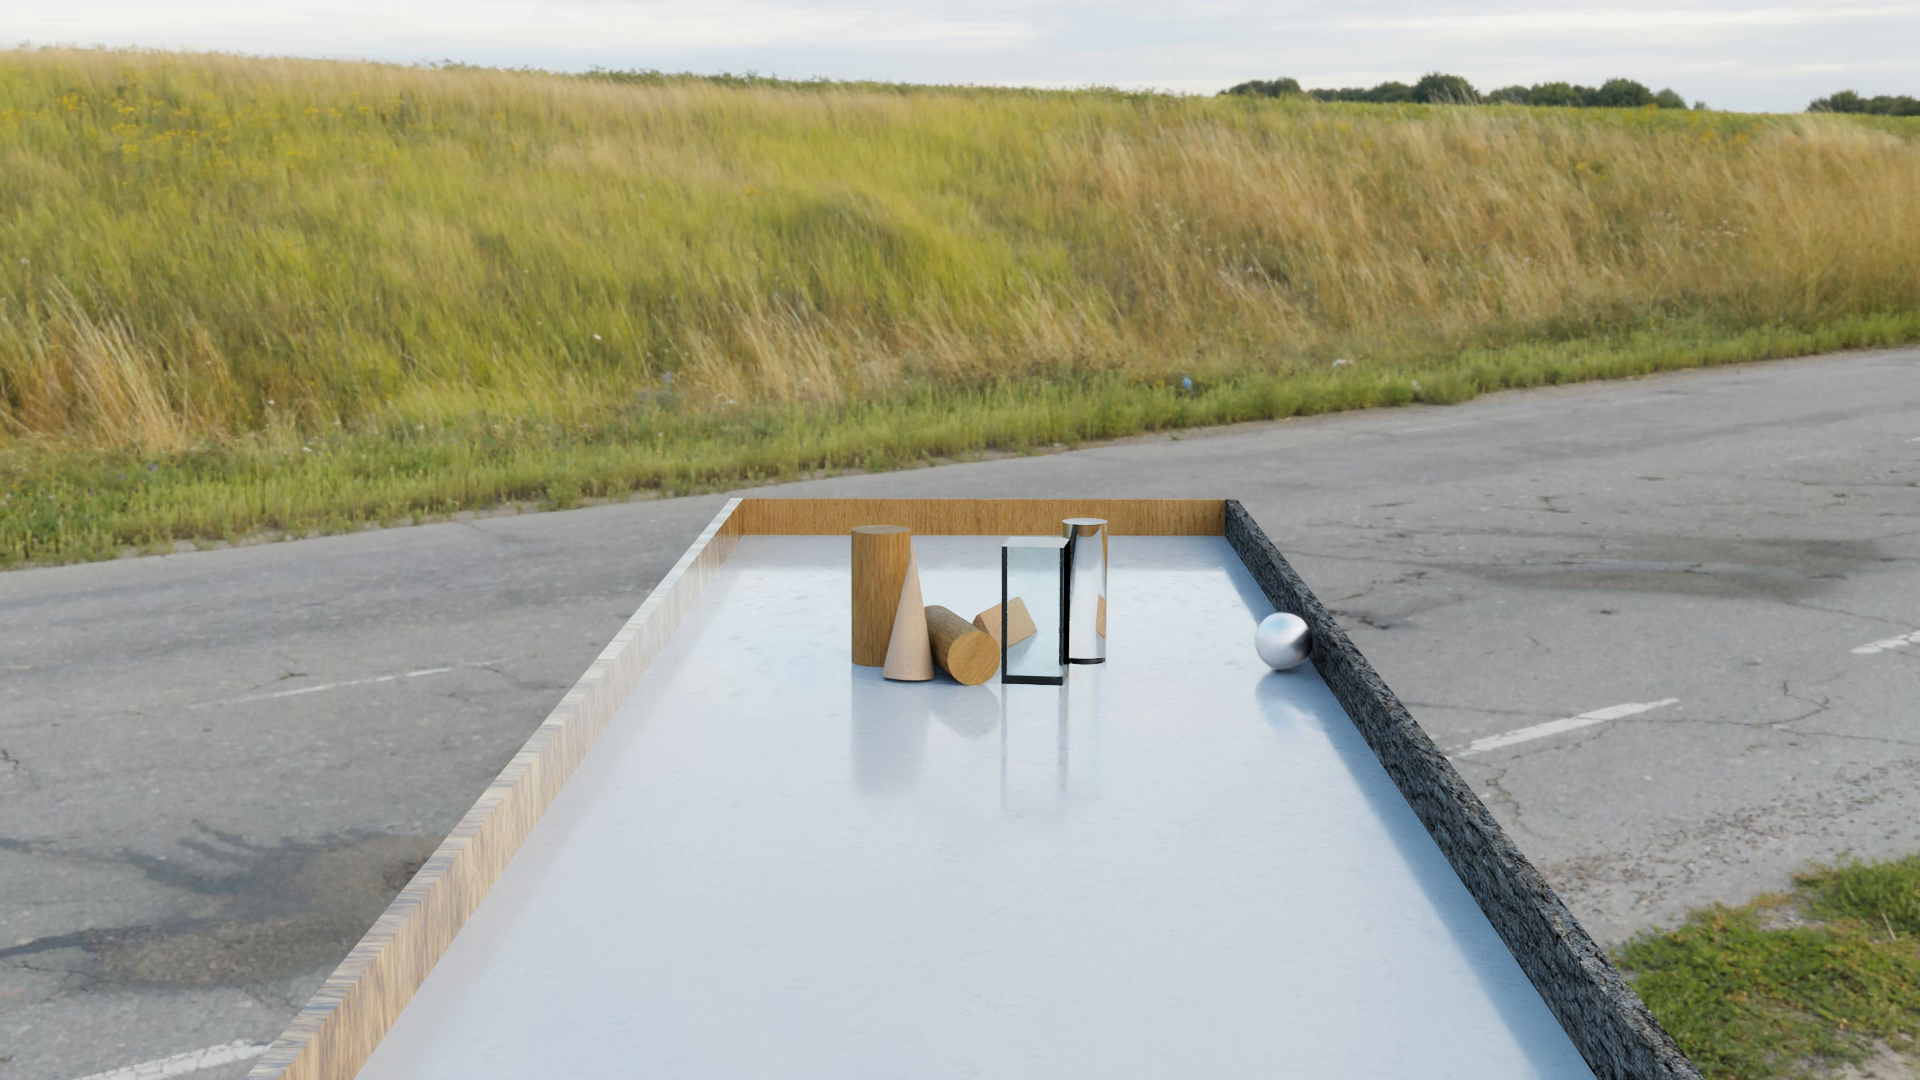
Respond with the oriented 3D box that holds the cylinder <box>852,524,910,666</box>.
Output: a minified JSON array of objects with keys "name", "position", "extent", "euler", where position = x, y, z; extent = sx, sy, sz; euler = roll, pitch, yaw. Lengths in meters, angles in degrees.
[{"name":"cylinder","position":[-0.240,0.167,6.659],"extent":[0.180,0.404,0.180],"euler":[0,9,0]}]

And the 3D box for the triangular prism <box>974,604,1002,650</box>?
[{"name":"triangular prism","position":[0.129,0.257,7.012],"extent":[0.129,0.111,0.397],"euler":[3,10,21]}]

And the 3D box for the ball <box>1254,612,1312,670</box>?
[{"name":"ball","position":[0.964,0.302,6.557],"extent":[0.171,0.171,0.171],"euler":[0,9,0]}]

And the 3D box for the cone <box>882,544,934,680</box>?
[{"name":"cone","position":[-0.144,0.204,6.437],"extent":[0.158,0.391,0.158],"euler":[2,5,0]}]

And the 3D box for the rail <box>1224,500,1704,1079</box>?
[{"name":"rail","position":[1.046,0.843,3.208],"extent":[0.050,0.150,12.000],"euler":[0,9,1]}]

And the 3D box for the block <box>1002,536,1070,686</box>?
[{"name":"block","position":[0.222,0.206,6.422],"extent":[0.179,0.404,0.179],"euler":[1,9,9]}]

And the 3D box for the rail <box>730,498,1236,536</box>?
[{"name":"rail","position":[0.099,-0.098,9.147],"extent":[2.100,0.150,0.050],"euler":[0,9,1]}]

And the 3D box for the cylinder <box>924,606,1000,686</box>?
[{"name":"cylinder","position":[-0.021,0.310,6.545],"extent":[0.161,0.161,0.421],"euler":[-3,9,-17]}]

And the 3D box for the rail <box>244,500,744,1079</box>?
[{"name":"rail","position":[-1.004,0.839,3.234],"extent":[0.050,0.150,12.000],"euler":[0,9,1]}]

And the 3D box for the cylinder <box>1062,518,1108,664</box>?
[{"name":"cylinder","position":[0.377,0.155,6.668],"extent":[0.137,0.427,0.137],"euler":[0,9,0]}]
